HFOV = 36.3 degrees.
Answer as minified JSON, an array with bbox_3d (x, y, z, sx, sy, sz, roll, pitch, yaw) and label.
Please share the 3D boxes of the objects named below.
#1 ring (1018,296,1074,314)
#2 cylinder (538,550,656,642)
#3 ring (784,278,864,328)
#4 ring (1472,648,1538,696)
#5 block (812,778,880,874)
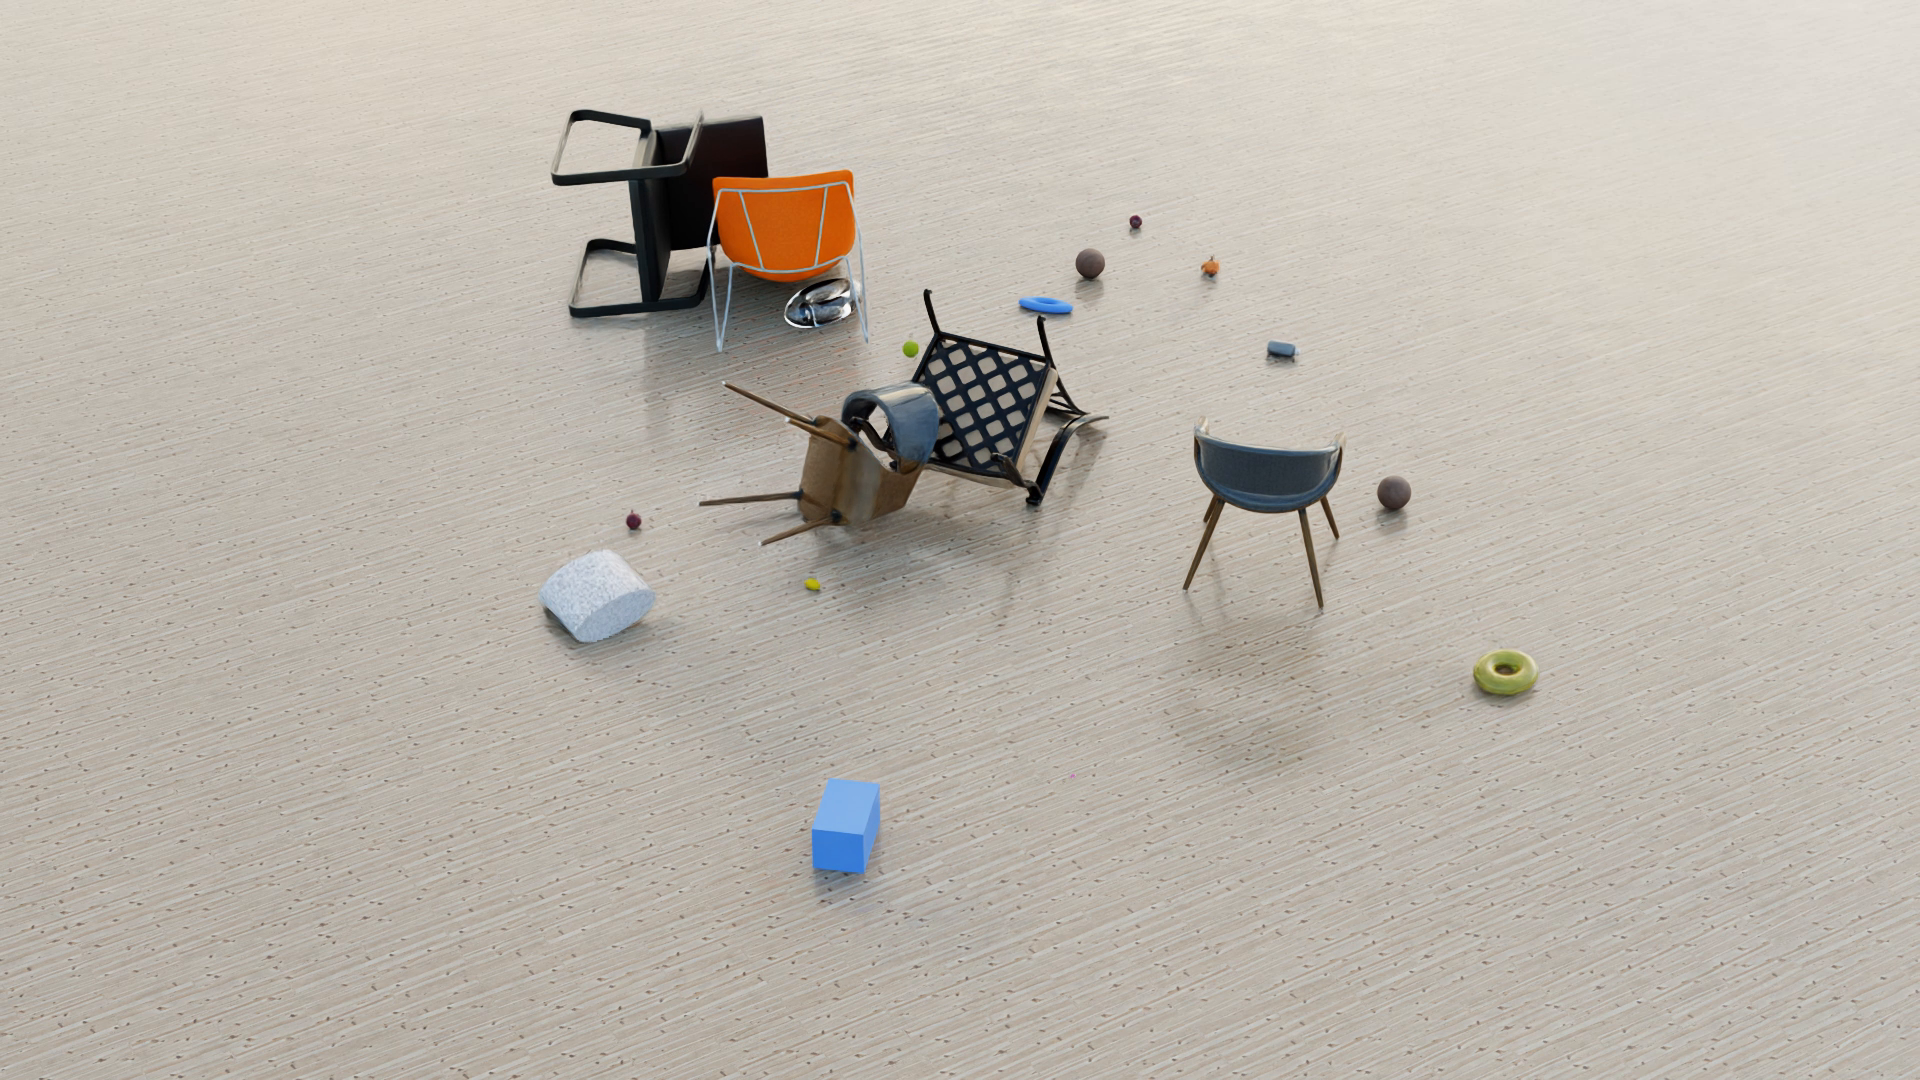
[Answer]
[{"bbox_3d":[0.364,-0.996,12.421,0.242,0.039,0.086,9,33,14],"label":"ring"},{"bbox_3d":[-1.299,0.199,10.500,0.329,0.146,0.296,-29,42,-19],"label":"cylinder"},{"bbox_3d":[-0.571,-1.002,12.372,0.408,0.104,0.220,-27,44,-34],"label":"ring"},{"bbox_3d":[1.897,0.458,10.192,0.216,0.062,0.261,26,39,31],"label":"ring"},{"bbox_3d":[-0.365,0.916,9.411,0.166,0.158,0.265,5,34,8],"label":"block"}]
